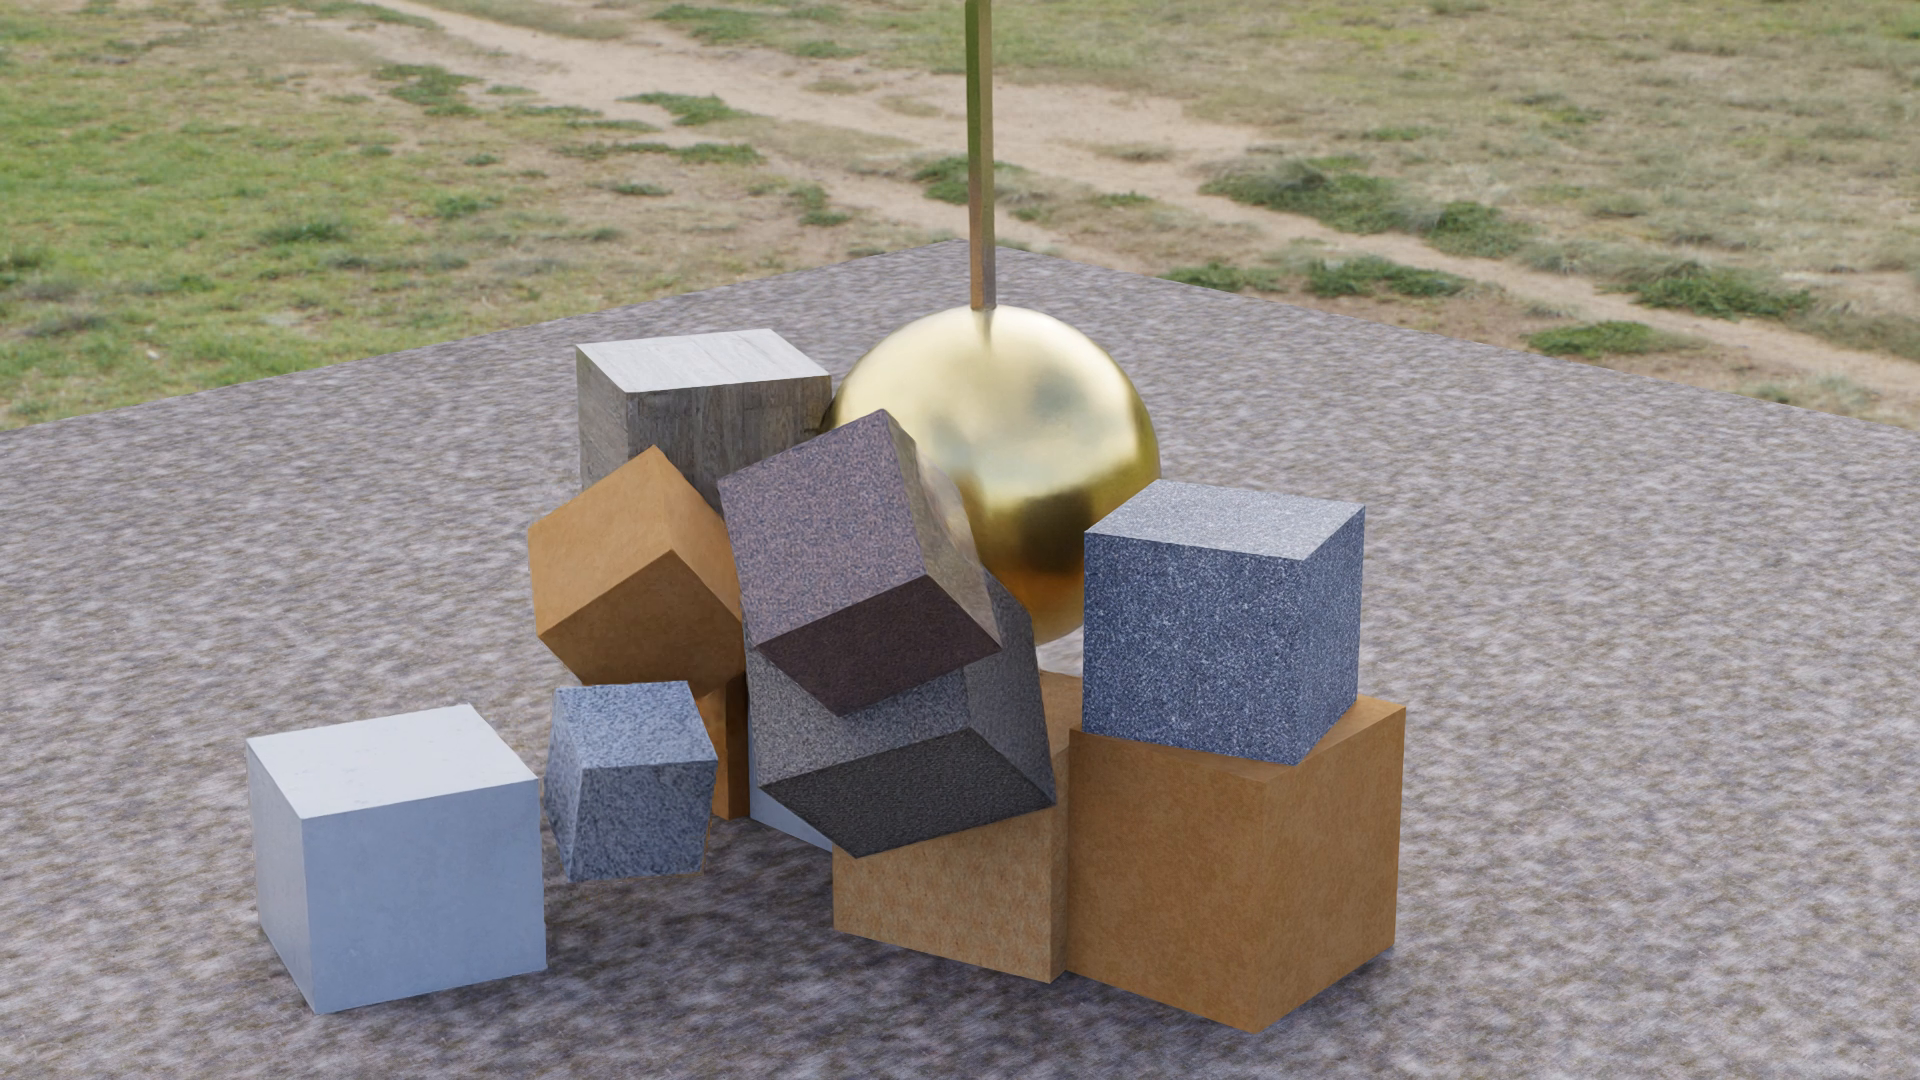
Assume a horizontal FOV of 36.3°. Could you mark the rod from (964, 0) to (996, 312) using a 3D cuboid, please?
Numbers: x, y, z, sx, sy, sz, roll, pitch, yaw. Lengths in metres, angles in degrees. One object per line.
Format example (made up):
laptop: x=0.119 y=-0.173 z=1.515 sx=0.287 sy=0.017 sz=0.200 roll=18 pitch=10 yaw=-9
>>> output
rod: x=0.053 y=-3.498 z=12.298 sx=0.080 sy=5.200 sz=0.080 roll=17 pitch=26 yaw=42

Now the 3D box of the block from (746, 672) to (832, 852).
block: x=-0.331 y=0.934 z=13.956 sx=0.947 sy=0.850 sz=0.973 roll=-16 pitch=24 yaw=-42

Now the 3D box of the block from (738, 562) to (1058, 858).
block: x=-0.246 y=0.635 z=11.907 sx=0.908 sy=0.877 sz=0.946 roll=-17 pitch=-29 yaw=17

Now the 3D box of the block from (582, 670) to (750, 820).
block: x=-1.105 y=0.553 z=14.647 sx=1.081 sy=1.162 sz=1.177 roll=-15 pitch=23 yaw=-40

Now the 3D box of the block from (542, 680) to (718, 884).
block: x=-1.412 y=1.026 z=12.487 sx=0.575 sy=0.610 sz=0.560 roll=-2 pitch=34 yaw=-20

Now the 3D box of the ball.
ball: x=0.121 y=-0.276 z=13.382 sx=1.600 sy=1.600 sz=1.600 roll=0 pitch=17 yaw=0

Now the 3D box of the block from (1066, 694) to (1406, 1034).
block: x=1.172 y=1.269 z=12.466 sx=0.961 sy=1.103 sz=1.102 roll=13 pitch=22 yaw=36

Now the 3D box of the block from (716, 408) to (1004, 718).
block: x=-0.380 y=0.097 z=11.201 sx=0.715 sy=0.740 sz=0.755 roll=-23 pitch=-31 yaw=13

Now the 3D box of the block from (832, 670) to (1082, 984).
block: x=0.135 y=1.186 z=12.858 sx=1.077 sy=1.027 sz=0.902 roll=10 pitch=20 yaw=28

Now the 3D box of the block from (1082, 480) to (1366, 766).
block: x=1.099 y=0.323 z=12.188 sx=0.926 sy=0.869 sz=0.838 roll=8 pitch=19 yaw=23

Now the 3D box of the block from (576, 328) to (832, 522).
block: x=-1.257 y=-0.441 z=14.350 sx=1.000 sy=0.912 sz=1.016 roll=-6 pitch=19 yaw=-19

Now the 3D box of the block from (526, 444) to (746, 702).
block: x=-1.415 y=0.228 z=13.240 sx=0.725 sy=0.739 sz=0.840 roll=-33 pitch=35 yaw=11

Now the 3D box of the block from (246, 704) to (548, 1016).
block: x=-2.426 y=1.347 z=12.598 sx=0.997 sy=0.877 sz=0.988 roll=-8 pitch=19 yaw=-25
